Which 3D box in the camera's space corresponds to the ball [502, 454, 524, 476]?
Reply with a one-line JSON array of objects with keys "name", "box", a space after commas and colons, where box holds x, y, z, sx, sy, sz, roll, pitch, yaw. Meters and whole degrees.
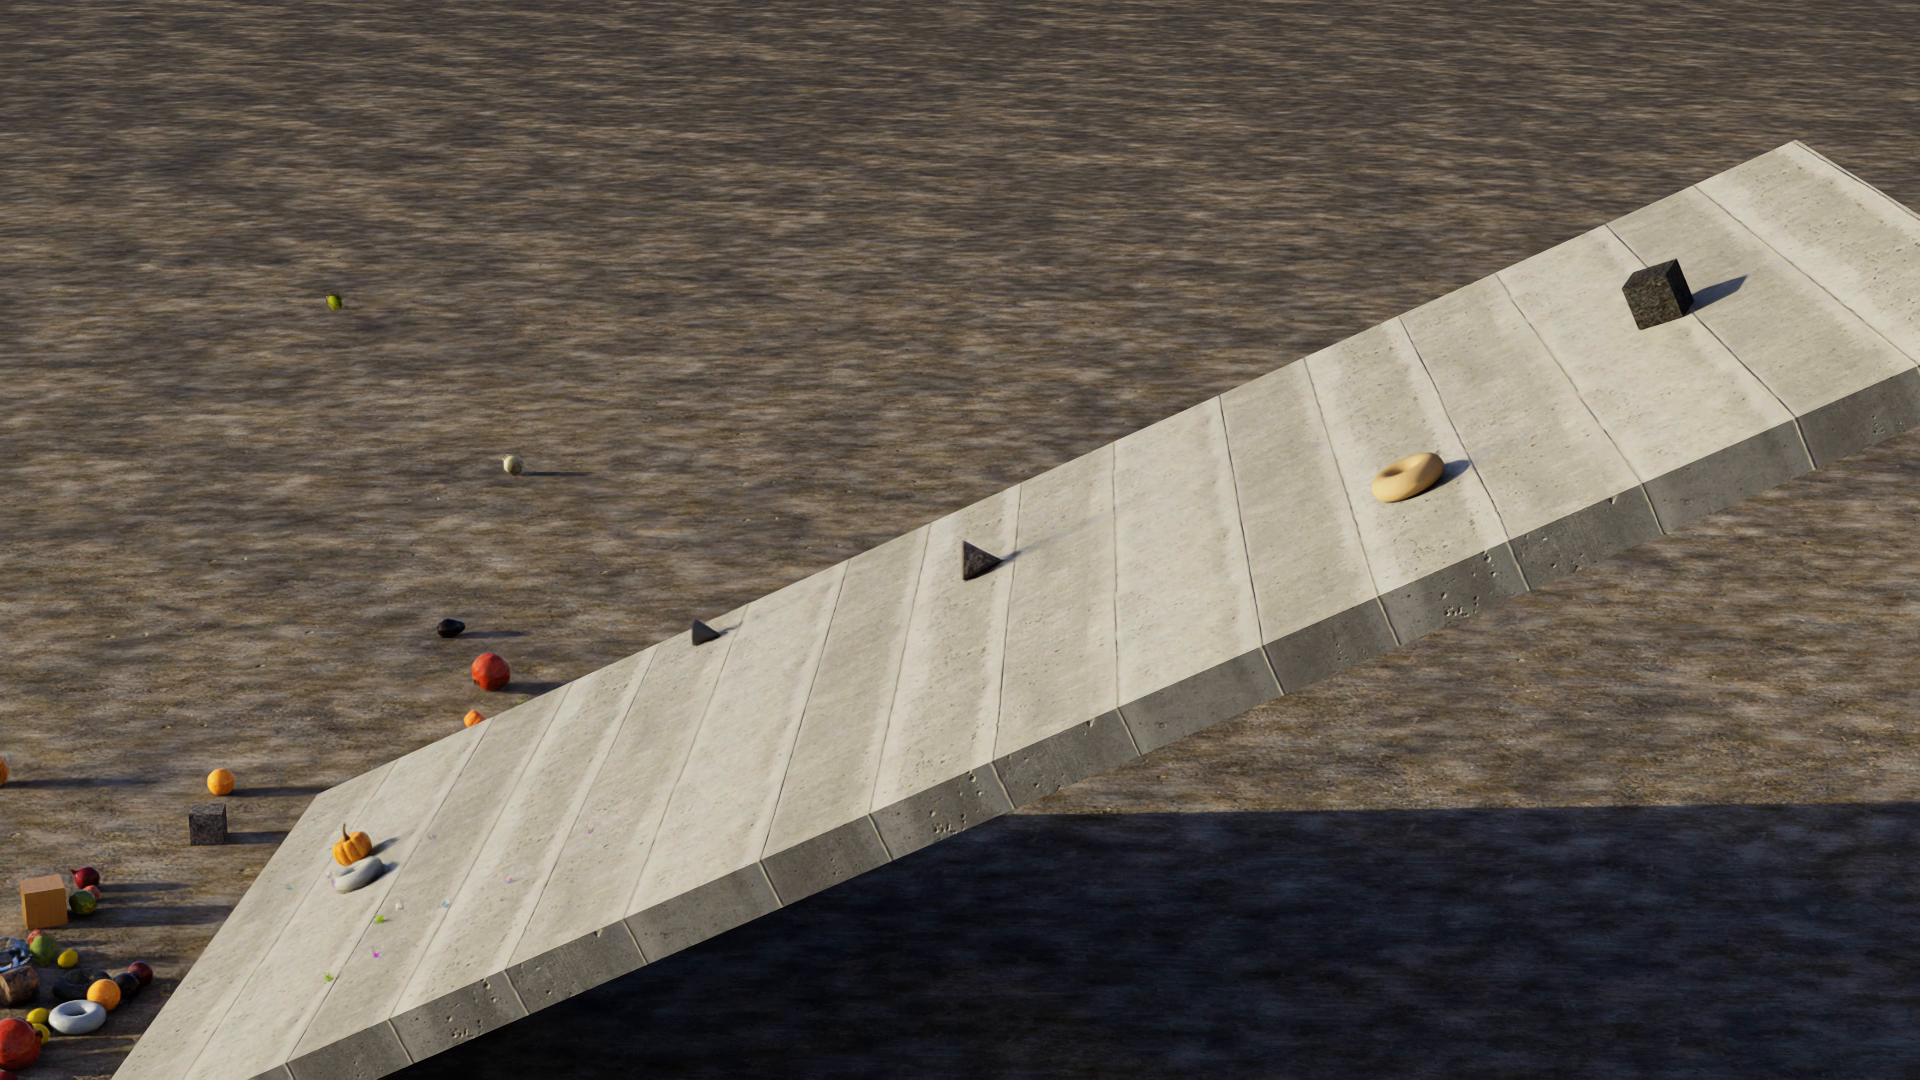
[{"name": "ball", "box": [-1.681, -0.282, 11.067, 0.076, 0.076, 0.076, 0, 16, 0]}]

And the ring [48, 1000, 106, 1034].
[{"name": "ring", "box": [-1.926, 1.041, 6.419, 0.122, 0.041, 0.122, 1, 17, 0]}]

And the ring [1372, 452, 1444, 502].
[{"name": "ring", "box": [0.868, -0.122, 5.701, 0.149, 0.050, 0.149, -26, 12, 6]}]

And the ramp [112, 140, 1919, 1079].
[{"name": "ramp", "box": [0.135, 0.169, 6.282, 4.000, 0.100, 2.000, -24, 13, 9]}]

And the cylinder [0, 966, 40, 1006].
[{"name": "cylinder", "box": [-2.096, 0.991, 6.537, 0.073, 0.073, 0.073, 14, 21, 41]}]

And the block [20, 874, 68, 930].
[{"name": "block", "box": [-2.173, 0.859, 6.973, 0.092, 0.092, 0.092, -7, 17, -23]}]

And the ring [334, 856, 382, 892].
[{"name": "ring", "box": [-1.334, 0.741, 6.522, 0.115, 0.038, 0.115, -26, 12, 6]}]

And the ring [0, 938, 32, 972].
[{"name": "ring", "box": [-2.200, 0.949, 6.736, 0.141, 0.047, 0.141, 1, 14, 0]}]

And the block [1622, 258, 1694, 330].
[{"name": "block", "box": [1.428, -0.502, 6.016, 0.097, 0.097, 0.097, -17, 16, 34]}]

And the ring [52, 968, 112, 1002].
[{"name": "ring", "box": [-1.960, 0.997, 6.571, 0.131, 0.044, 0.131, 1, 16, 0]}]

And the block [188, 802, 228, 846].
[{"name": "block", "box": [-1.911, 0.723, 7.476, 0.082, 0.082, 0.082, -2, 16, -7]}]
